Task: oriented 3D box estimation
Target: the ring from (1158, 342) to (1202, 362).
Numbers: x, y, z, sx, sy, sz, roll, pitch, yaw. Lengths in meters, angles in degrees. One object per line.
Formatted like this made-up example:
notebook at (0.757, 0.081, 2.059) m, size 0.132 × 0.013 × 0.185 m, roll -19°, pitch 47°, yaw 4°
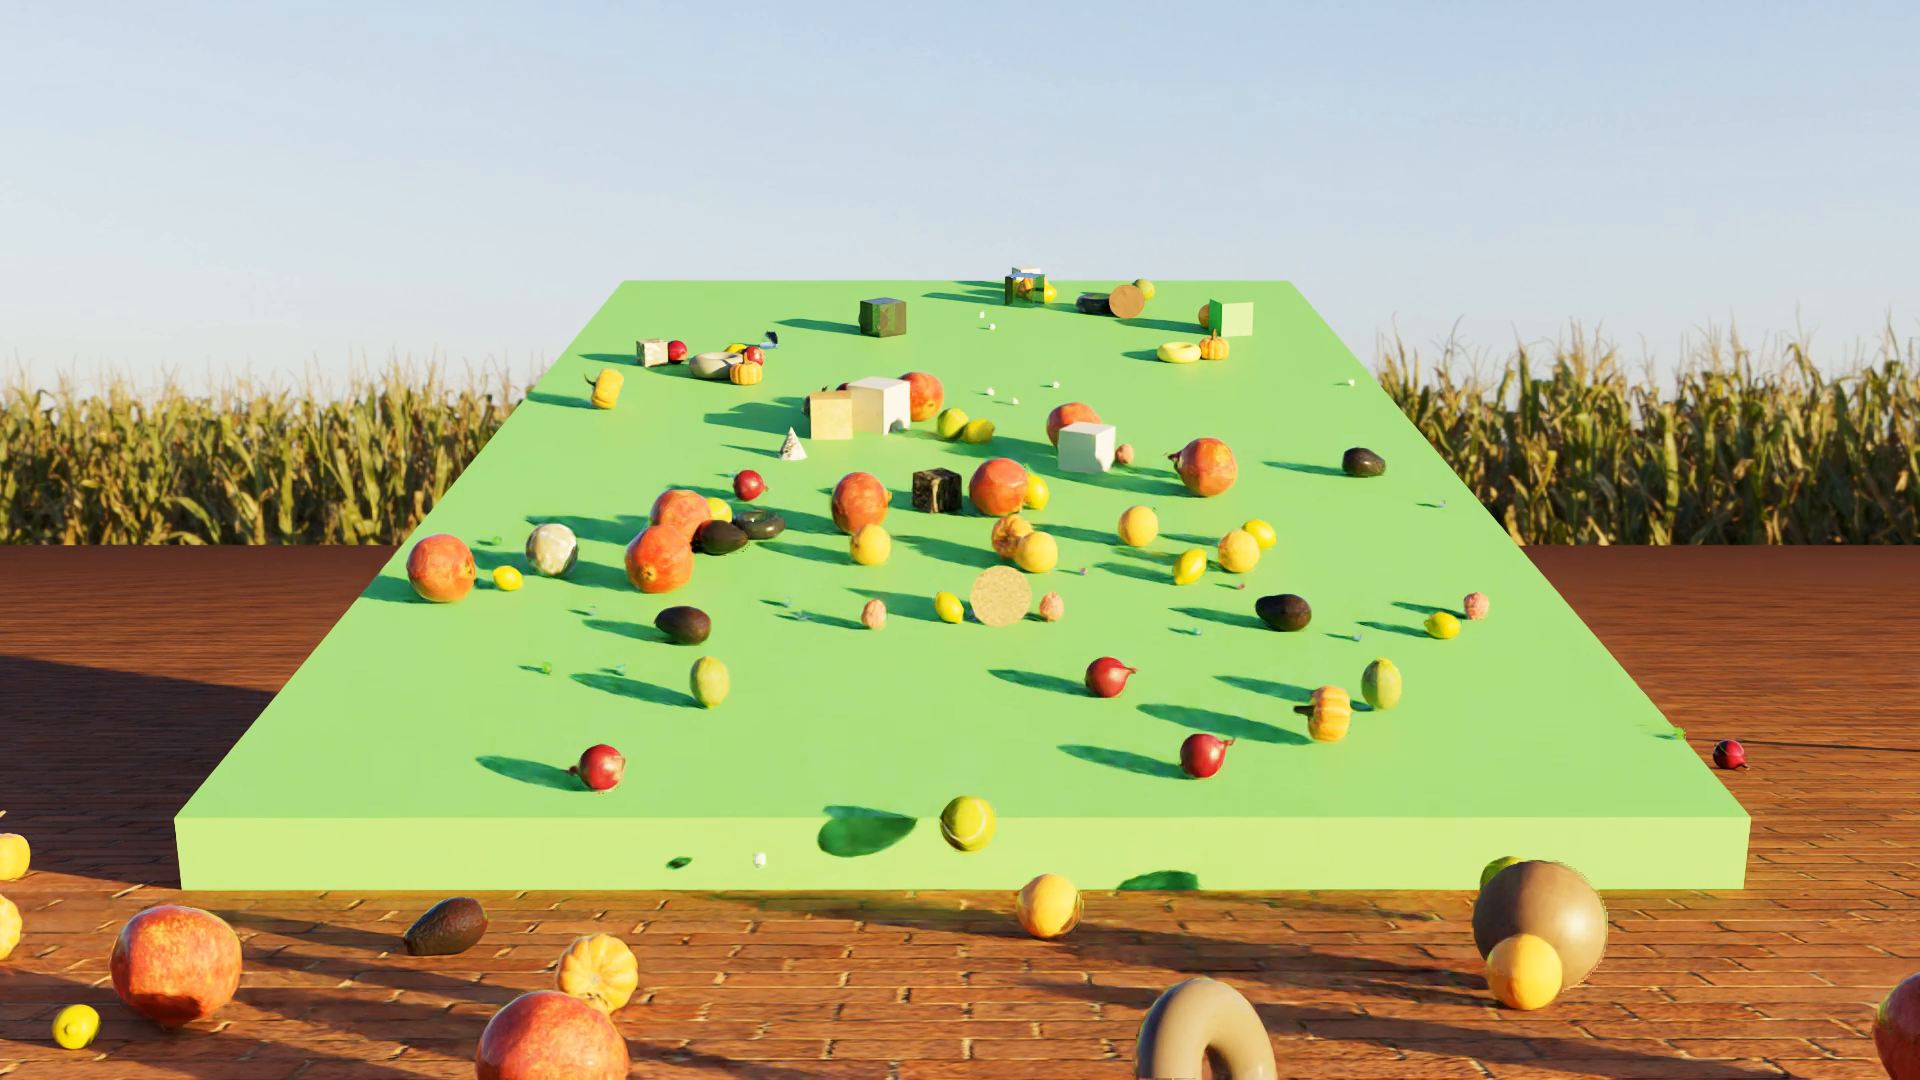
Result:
ring at (0.547, -0.468, 5.526) m, size 0.110 × 0.037 × 0.110 m, roll -1°, pitch 17°, yaw 0°

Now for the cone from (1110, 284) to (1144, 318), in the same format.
cone at (0.460, -0.646, 6.116) m, size 0.098 × 0.098 × 0.098 m, roll 0°, pitch -10°, yaw 2°

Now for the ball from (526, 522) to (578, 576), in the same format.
ball at (-0.698, 0.016, 3.786) m, size 0.090 × 0.090 × 0.090 m, roll 0°, pitch 0°, yaw 0°

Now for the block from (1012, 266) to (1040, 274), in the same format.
block at (0.193, -0.769, 6.500) m, size 0.062 × 0.062 × 0.062 m, roll -8°, pitch 18°, yaw -25°

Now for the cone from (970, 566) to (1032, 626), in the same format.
cone at (0.075, 0.099, 3.587) m, size 0.099 × 0.099 × 0.099 m, roll 0°, pitch -11°, yaw 12°

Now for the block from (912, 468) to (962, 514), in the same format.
block at (-0.044, -0.093, 4.197) m, size 0.068 × 0.068 × 0.068 m, roll -10°, pitch 19°, yaw -32°

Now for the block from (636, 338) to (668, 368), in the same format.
block at (-0.760, -0.462, 5.463) m, size 0.058 × 0.058 × 0.058 m, roll -9°, pitch 19°, yaw -28°

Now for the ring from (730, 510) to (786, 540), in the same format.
ring at (-0.369, -0.027, 4.033) m, size 0.102 × 0.034 × 0.102 m, roll 0°, pitch 17°, yaw 0°

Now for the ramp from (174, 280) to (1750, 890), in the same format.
ramp at (-0.002, -0.166, 4.740) m, size 2.000 × 0.100 × 4.000 m, roll 0°, pitch 16°, yaw 0°

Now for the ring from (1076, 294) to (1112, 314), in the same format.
ring at (0.384, -0.659, 6.163) m, size 0.127 × 0.042 × 0.127 m, roll -1°, pitch 17°, yaw 0°

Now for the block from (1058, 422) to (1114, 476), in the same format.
block at (0.256, -0.186, 4.484) m, size 0.085 × 0.085 × 0.085 m, roll 9°, pitch 19°, yaw 28°

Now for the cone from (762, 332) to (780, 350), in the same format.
cone at (-0.474, -0.503, 5.666) m, size 0.050 × 0.050 × 0.050 m, roll 0°, pitch -12°, yaw 29°

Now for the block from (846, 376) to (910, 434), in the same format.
block at (-0.178, -0.294, 4.821) m, size 0.099 × 0.099 × 0.099 m, roll 10°, pitch 19°, yaw 30°

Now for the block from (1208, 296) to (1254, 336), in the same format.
block at (0.716, -0.590, 5.853) m, size 0.087 × 0.087 × 0.087 m, roll -5°, pitch 17°, yaw -16°

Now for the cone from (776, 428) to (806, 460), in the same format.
cone at (-0.348, -0.203, 4.579) m, size 0.063 × 0.063 × 0.063 m, roll 0°, pitch 16°, yaw 0°

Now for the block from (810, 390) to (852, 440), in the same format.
block at (-0.277, -0.268, 4.757) m, size 0.087 × 0.087 × 0.087 m, roll -1°, pitch 16°, yaw -5°

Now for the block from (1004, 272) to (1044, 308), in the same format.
block at (0.183, -0.704, 6.241) m, size 0.085 × 0.085 × 0.085 m, roll 8°, pitch 18°, yaw 25°

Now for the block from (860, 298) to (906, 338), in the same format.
block at (-0.202, -0.587, 5.837) m, size 0.087 × 0.087 × 0.087 m, roll -13°, pitch 21°, yaw -37°

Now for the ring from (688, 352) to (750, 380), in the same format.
ring at (-0.582, -0.422, 5.345) m, size 0.146 × 0.049 × 0.146 m, roll 1°, pitch 15°, yaw 0°
